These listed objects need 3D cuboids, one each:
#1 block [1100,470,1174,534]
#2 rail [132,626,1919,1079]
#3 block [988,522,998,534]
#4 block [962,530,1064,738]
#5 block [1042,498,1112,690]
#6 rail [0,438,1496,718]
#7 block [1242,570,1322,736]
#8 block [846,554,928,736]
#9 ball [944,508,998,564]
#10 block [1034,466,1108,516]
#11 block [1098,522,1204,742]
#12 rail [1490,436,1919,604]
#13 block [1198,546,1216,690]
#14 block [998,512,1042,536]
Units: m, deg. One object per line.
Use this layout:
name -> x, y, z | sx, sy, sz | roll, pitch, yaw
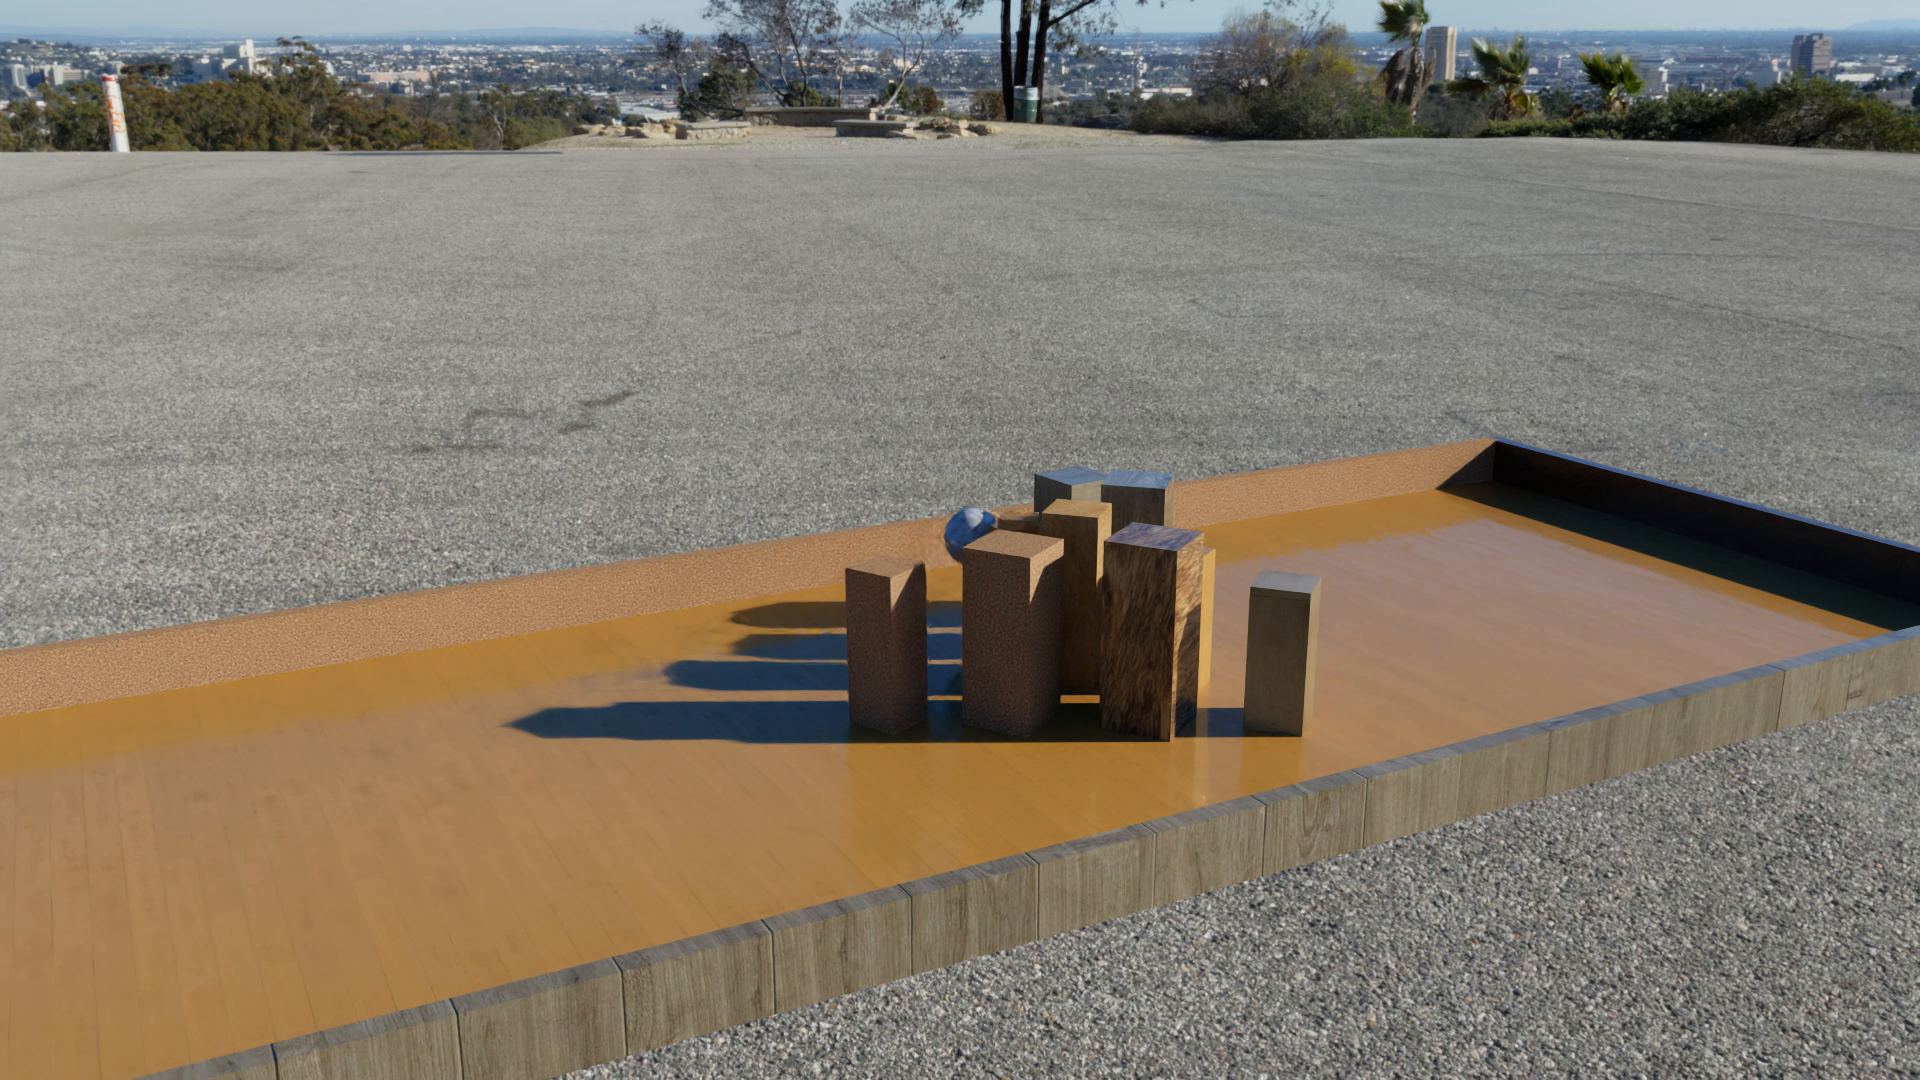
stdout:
block -> 0.462, 0.062, 4.334 | 0.164, 0.457, 0.164 | 4, 17, 15
rail -> -2.336, 1.006, 1.665 | 12.000, 0.150, 0.050 | -9, 18, -27
block -> 0.145, 0.117, 4.375 | 0.105, 0.328, 0.105 | 9, 19, 29
block -> 0.123, 0.215, 3.852 | 0.173, 0.434, 0.173 | 9, 19, 28
block -> 0.288, 0.133, 4.117 | 0.141, 0.442, 0.141 | 5, 17, 18
rail -> -3.305, 0.497, 3.399 | 12.000, 0.150, 0.050 | -9, 18, -27
block -> 0.750, 0.262, 3.844 | 0.138, 0.349, 0.138 | 6, 18, 21
block -> -0.170, 0.243, 3.850 | 0.132, 0.382, 0.132 | 11, 20, 35
ball -> 0.036, -0.008, 4.550 | 0.161, 0.161, 0.161 | 0, 16, 0
block -> 0.319, 0.014, 4.594 | 0.164, 0.401, 0.164 | -11, 20, -34
block -> 0.444, 0.210, 3.830 | 0.177, 0.456, 0.177 | 8, 18, 26
rail -> 2.466, -0.048, 5.253 | 0.050, 0.150, 2.100 | -9, 18, -27
block -> 0.554, 0.193, 4.081 | 0.109, 0.348, 0.109 | 9, 19, 27
block -> 0.146, 0.137, 4.161 | 0.115, 0.394, 0.115 | 4, 9, 6
